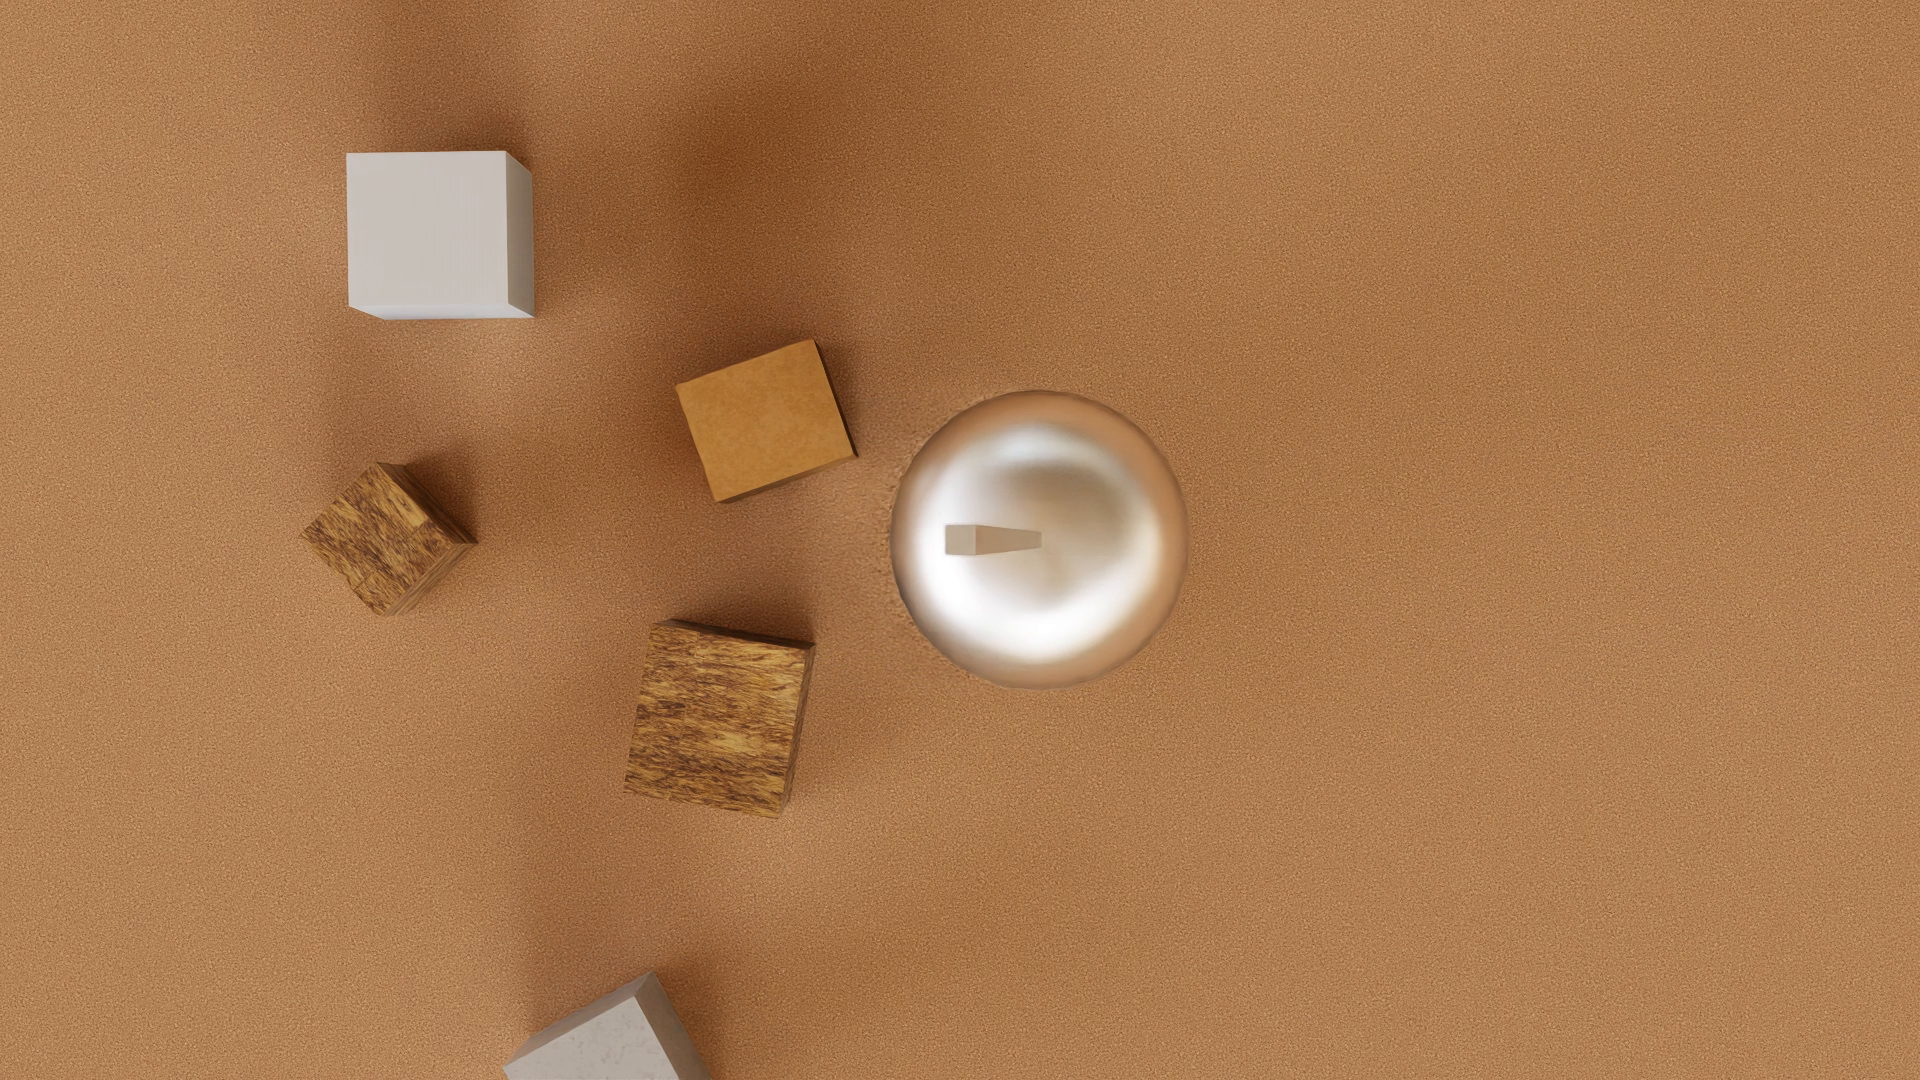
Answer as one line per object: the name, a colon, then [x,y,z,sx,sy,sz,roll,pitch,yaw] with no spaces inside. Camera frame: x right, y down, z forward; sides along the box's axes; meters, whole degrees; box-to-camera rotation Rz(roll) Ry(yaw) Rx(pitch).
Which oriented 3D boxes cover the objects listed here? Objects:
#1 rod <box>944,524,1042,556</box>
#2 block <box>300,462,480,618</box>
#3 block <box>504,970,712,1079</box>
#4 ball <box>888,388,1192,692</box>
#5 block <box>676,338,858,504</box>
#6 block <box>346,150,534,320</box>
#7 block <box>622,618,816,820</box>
rod: [0.183,0.000,8.279,0.080,5.200,0.080,0,90,4]
block: [-3.279,-0.002,12.683,0.597,0.634,0.645,-44,90,0]
block: [-1.966,3.139,12.626,0.836,0.748,0.906,-29,90,0]
ball: [0.422,0.000,11.671,1.600,1.600,1.600,0,90,0]
block: [-1.098,-0.673,12.667,0.820,0.665,0.692,-19,90,0]
block: [-2.964,-1.733,12.617,0.885,0.766,0.851,-1,90,0]
block: [-1.355,1.004,12.577,0.872,0.846,0.947,10,90,0]
